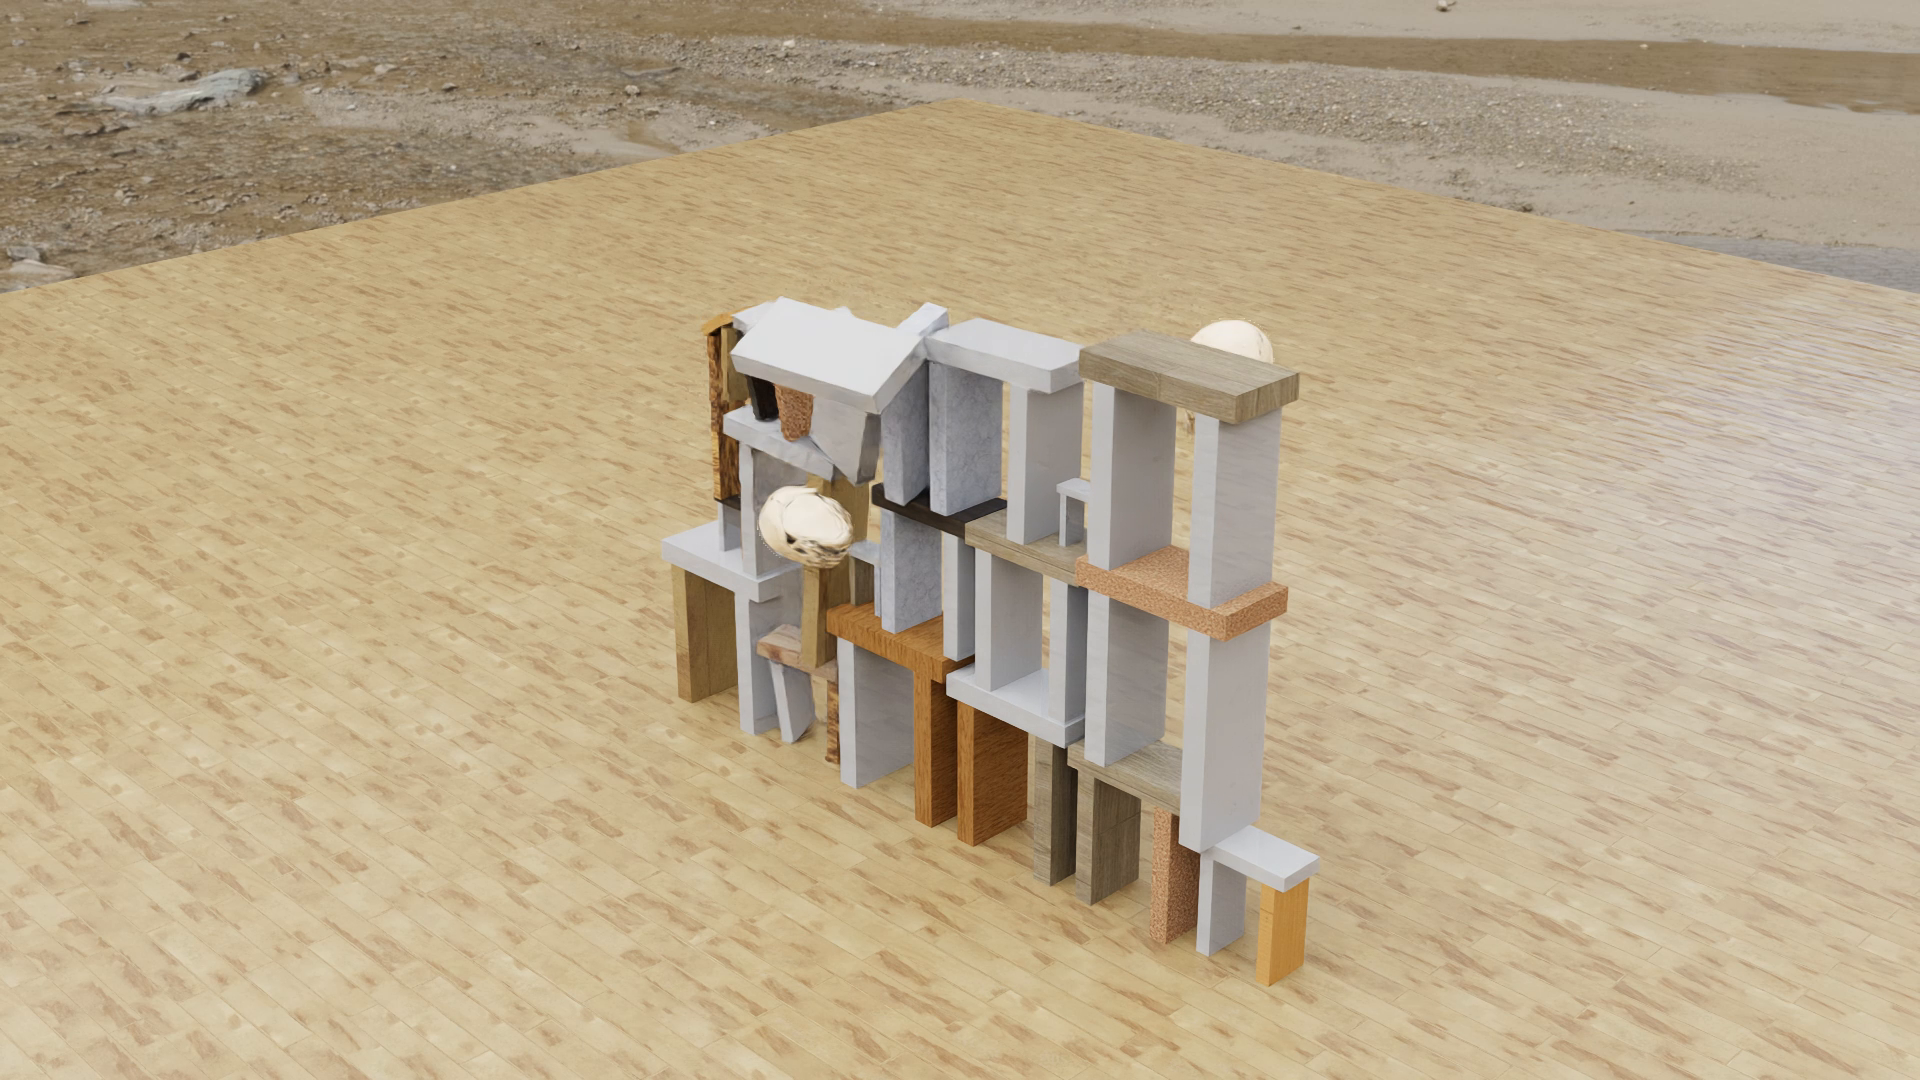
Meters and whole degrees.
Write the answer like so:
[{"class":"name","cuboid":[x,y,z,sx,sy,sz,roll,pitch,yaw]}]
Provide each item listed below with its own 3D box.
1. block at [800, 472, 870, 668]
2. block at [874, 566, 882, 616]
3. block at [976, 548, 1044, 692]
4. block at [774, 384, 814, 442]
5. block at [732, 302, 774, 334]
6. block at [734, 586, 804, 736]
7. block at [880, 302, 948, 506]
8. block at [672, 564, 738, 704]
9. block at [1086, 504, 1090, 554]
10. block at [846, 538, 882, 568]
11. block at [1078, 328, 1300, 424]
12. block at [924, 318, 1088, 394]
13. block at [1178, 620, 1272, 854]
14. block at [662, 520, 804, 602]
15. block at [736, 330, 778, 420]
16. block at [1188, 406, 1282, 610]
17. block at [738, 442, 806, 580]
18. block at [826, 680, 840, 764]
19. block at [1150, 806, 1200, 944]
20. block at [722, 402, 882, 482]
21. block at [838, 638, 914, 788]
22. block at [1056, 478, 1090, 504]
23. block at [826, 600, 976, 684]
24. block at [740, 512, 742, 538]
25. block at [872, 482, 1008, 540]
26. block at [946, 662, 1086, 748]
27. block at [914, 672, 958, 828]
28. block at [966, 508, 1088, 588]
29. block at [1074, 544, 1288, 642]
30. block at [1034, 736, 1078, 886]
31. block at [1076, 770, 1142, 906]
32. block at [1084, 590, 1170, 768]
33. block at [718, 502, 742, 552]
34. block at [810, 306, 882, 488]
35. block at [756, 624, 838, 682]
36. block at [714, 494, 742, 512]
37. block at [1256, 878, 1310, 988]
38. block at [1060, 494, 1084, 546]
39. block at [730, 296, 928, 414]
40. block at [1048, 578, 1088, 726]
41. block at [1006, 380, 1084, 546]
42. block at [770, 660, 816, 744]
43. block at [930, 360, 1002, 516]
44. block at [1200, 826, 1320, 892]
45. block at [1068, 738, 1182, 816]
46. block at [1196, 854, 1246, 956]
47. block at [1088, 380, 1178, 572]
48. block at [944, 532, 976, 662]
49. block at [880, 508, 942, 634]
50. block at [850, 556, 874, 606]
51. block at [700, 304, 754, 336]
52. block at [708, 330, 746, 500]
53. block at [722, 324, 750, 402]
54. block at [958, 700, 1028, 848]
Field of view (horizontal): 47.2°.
[{"class":"block","cuboid":[-0.255,0.040,4.498,0.042,0.438,0.148,22,33,31]},{"class":"block","cuboid":[-0.147,0.095,4.421,0.016,0.110,0.055,21,31,40]},{"class":"block","cuboid":[0.094,0.132,4.179,0.041,0.286,0.143,21,31,41]},{"class":"block","cuboid":[-0.318,-0.294,4.346,0.092,0.184,0.026,-26,35,-28]},{"class":"block","cuboid":[-0.362,-0.418,4.348,0.092,0.026,0.184,-25,37,-30]},{"class":"block","cuboid":[-0.403,0.245,4.764,0.164,0.328,0.046,-21,31,-40]},{"class":"block","cuboid":[-0.083,-0.253,4.133,0.046,0.357,0.162,23,45,26]},{"class":"block","cuboid":[-0.557,0.185,4.905,0.164,0.328,0.046,-21,31,-41]},{"class":"block","cuboid":[0.251,-0.024,3.947,0.050,0.101,0.014,-21,31,-40]},{"class":"block","cuboid":[-0.173,0.027,4.420,0.110,0.016,0.055,21,31,40]},{"class":"block","cuboid":[0.382,-0.278,3.689,0.169,0.048,0.338,-21,31,-40]},{"class":"block","cuboid":[0.095,-0.336,3.987,0.301,0.043,0.150,19,29,38]},{"class":"block","cuboid":[0.464,0.327,3.855,0.170,0.423,0.048,-21,31,-40]},{"class":"block","cuboid":[-0.480,0.043,4.761,0.328,0.046,0.164,21,31,41]},{"class":"block","cuboid":[-0.387,-0.343,4.432,0.092,0.184,0.026,-21,21,-29]},{"class":"block","cuboid":[0.461,-0.069,3.691,0.169,0.338,0.048,-21,31,-41]},{"class":"block","cuboid":[-0.388,-0.080,4.611,0.042,0.297,0.149,22,31,40]},{"class":"block","cuboid":[-0.242,0.361,4.647,0.029,0.204,0.102,15,27,26]},{"class":"block","cuboid":[0.411,0.588,4.021,0.039,0.276,0.138,21,31,41]},{"class":"block","cuboid":[-0.320,-0.209,4.440,0.297,0.042,0.149,24,34,32]},{"class":"block","cuboid":[-0.172,0.332,4.551,0.047,0.334,0.167,21,31,41]},{"class":"block","cuboid":[0.227,-0.086,3.947,0.050,0.014,0.101,-21,31,-41]},{"class":"block","cuboid":[-0.094,0.187,4.404,0.167,0.047,0.334,-21,31,-41]},{"class":"block","cuboid":[-0.441,-0.015,4.695,0.016,0.112,0.056,21,30,41]},{"class":"block","cuboid":[-0.034,-0.070,4.234,0.261,0.037,0.130,21,31,40]},{"class":"block","cuboid":[0.138,0.301,4.202,0.310,0.044,0.155,21,31,41]},{"class":"block","cuboid":[-0.015,0.393,4.406,0.047,0.334,0.167,21,31,41]},{"class":"block","cuboid":[0.161,0.008,4.053,0.286,0.041,0.143,21,31,41]},{"class":"block","cuboid":[0.384,0.079,3.837,0.170,0.048,0.339,-21,31,-41]},{"class":"block","cuboid":[0.211,0.492,4.204,0.044,0.310,0.155,21,31,41]},{"class":"block","cuboid":[0.281,0.537,4.141,0.039,0.276,0.138,21,31,41]},{"class":"block","cuboid":[0.304,0.226,3.986,0.048,0.339,0.170,21,31,41]},{"class":"block","cuboid":[-0.494,-0.036,4.744,0.016,0.113,0.056,21,31,41]},{"class":"block","cuboid":[-0.209,-0.271,4.196,0.046,0.323,0.162,-24,56,-29]},{"class":"block","cuboid":[-0.316,0.236,4.625,0.204,0.029,0.102,17,30,27]},{"class":"block","cuboid":[-0.468,-0.085,4.695,0.056,0.016,0.112,-21,31,-41]},{"class":"block","cuboid":[0.572,0.681,3.896,0.029,0.203,0.102,21,31,41]},{"class":"block","cuboid":[0.204,-0.043,3.991,0.014,0.101,0.050,21,31,41]},{"class":"block","cuboid":[-0.237,-0.334,3.948,0.323,0.046,0.162,19,55,30]},{"class":"block","cuboid":[0.229,0.185,4.055,0.041,0.286,0.143,21,31,41]},{"class":"block","cuboid":[0.155,-0.154,3.997,0.150,0.301,0.043,-21,32,-41]},{"class":"block","cuboid":[-0.357,0.322,4.722,0.029,0.204,0.102,10,34,24]},{"class":"block","cuboid":[0.012,-0.210,4.129,0.043,0.302,0.150,21,31,40]},{"class":"block","cuboid":[0.524,0.555,3.895,0.102,0.029,0.203,-21,31,-40]},{"class":"block","cuboid":[0.346,0.417,4.019,0.276,0.039,0.138,21,31,41]},{"class":"block","cuboid":[0.476,0.643,3.984,0.102,0.203,0.029,-21,31,-40]},{"class":"block","cuboid":[0.302,-0.131,3.838,0.169,0.338,0.048,-21,31,-41]},{"class":"block","cuboid":[0.028,0.091,4.236,0.037,0.261,0.131,22,31,40]},{"class":"block","cuboid":[-0.096,0.043,4.349,0.130,0.261,0.037,-21,31,-41]},{"class":"block","cuboid":[-0.198,0.075,4.468,0.055,0.110,0.016,-21,31,-41]},{"class":"block","cuboid":[-0.474,-0.450,4.506,0.076,0.022,0.152,-20,4,-22]},{"class":"block","cuboid":[-0.489,-0.266,4.636,0.076,0.363,0.022,-21,31,-41]},{"class":"block","cuboid":[-0.446,-0.362,4.477,0.076,0.152,0.022,-12,21,-35]},{"class":"block","cuboid":[0.065,0.435,4.338,0.044,0.310,0.155,21,31,41]}]
